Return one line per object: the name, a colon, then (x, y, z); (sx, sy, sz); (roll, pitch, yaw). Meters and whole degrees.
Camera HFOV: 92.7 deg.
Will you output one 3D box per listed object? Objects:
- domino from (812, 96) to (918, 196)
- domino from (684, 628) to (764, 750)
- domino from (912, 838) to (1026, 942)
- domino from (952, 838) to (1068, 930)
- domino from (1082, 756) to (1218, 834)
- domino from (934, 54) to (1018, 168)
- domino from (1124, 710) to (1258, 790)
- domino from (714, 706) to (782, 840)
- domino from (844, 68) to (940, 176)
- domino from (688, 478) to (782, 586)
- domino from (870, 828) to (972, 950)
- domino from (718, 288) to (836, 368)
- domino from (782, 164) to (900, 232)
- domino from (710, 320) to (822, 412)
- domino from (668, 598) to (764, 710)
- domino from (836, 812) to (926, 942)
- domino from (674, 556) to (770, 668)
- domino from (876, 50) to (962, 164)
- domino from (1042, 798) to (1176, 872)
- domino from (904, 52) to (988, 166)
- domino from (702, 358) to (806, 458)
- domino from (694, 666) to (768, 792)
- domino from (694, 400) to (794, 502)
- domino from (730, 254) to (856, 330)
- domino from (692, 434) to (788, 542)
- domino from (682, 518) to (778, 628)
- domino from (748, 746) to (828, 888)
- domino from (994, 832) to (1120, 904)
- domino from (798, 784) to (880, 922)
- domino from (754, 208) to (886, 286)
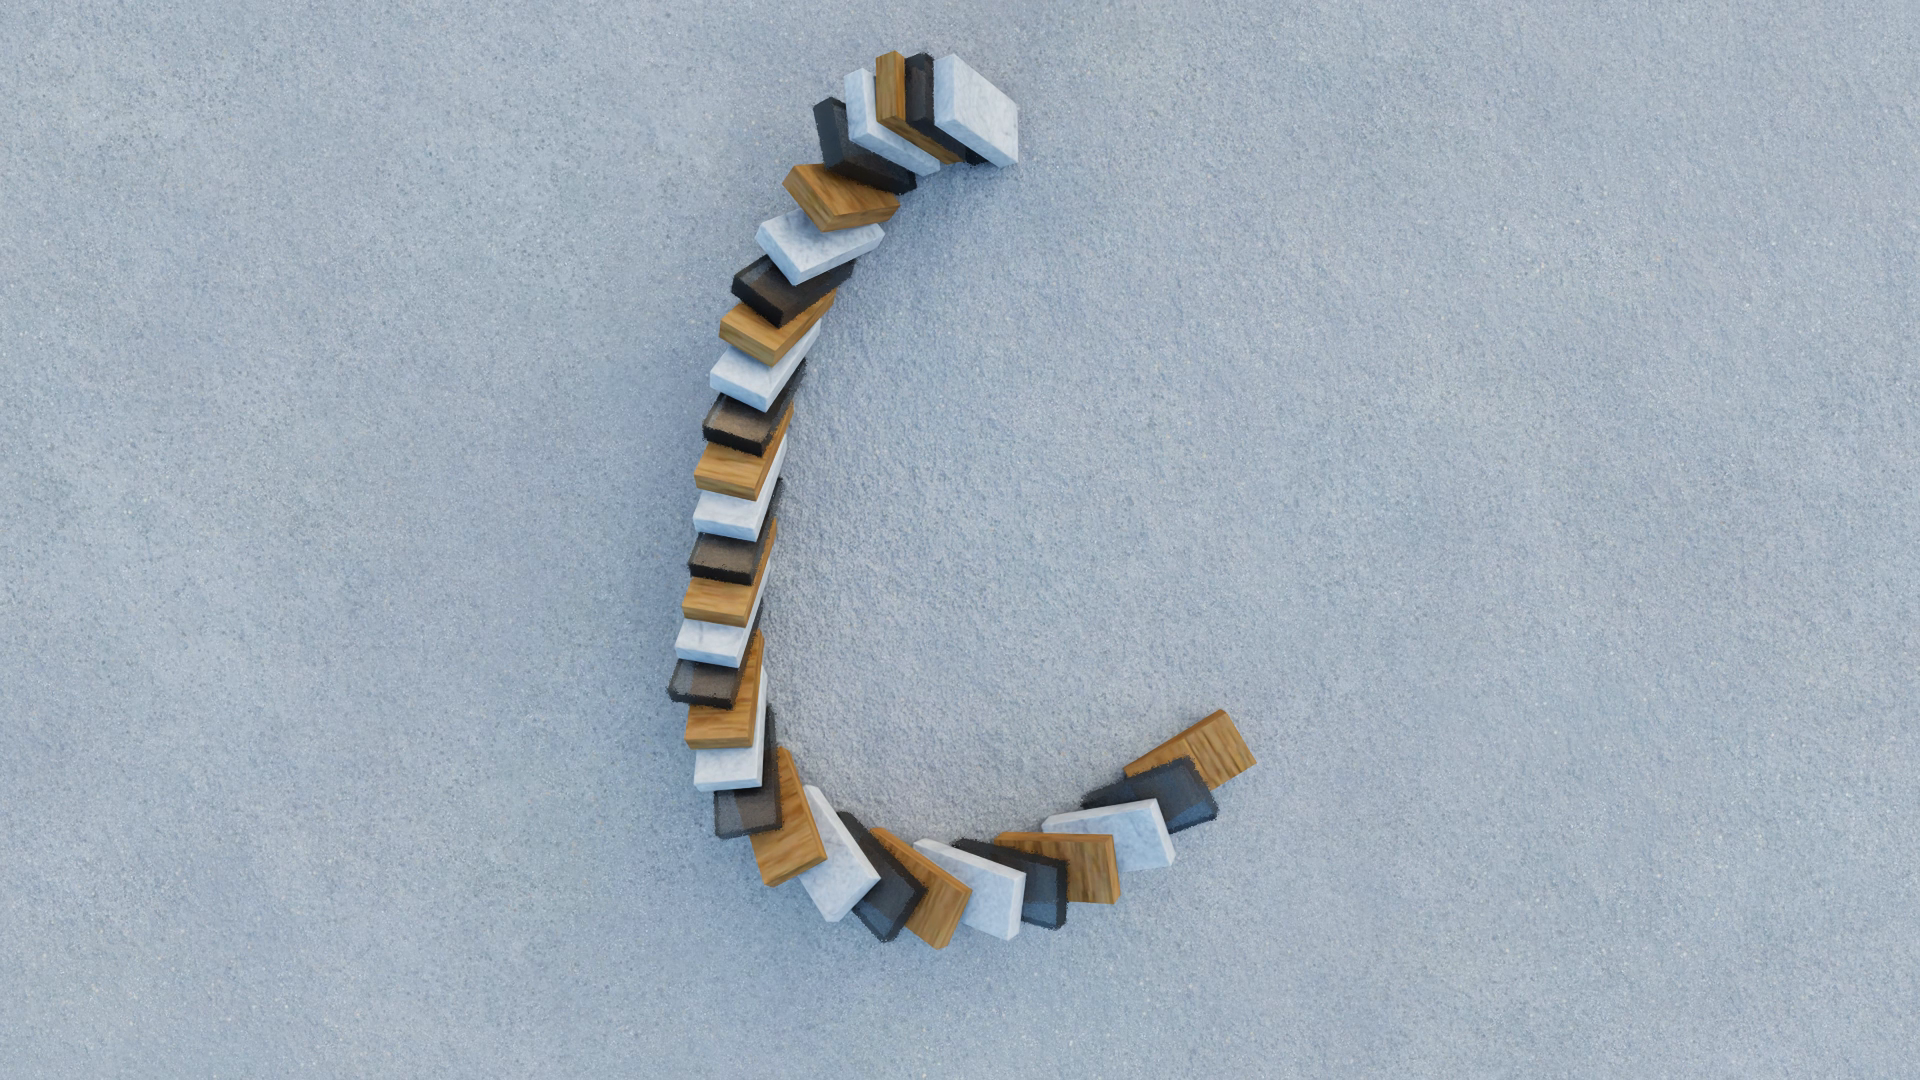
domino: (-0.038, -0.161, 0.376); (0.009, 0.050, 0.025); (-12, 90, 33)
domino: (-0.097, 0.061, 0.381); (0.025, 0.010, 0.050); (-3, 53, 0)
domino: (0.002, 0.145, 0.382); (0.050, 0.009, 0.025); (8, 92, 32)
domino: (0.020, 0.143, 0.383); (0.050, 0.009, 0.025); (1, 90, 32)
domino: (0.079, 0.112, 0.385); (0.050, 0.009, 0.025); (-30, 90, 26)
domino: (0.007, -0.175, 0.376); (0.010, 0.050, 0.025); (-1, 90, 33)
domino: (0.099, 0.097, 0.395); (0.050, 0.010, 0.025); (-31, 90, 0)
domino: (-0.090, 0.097, 0.383); (0.025, 0.009, 0.050); (-12, 60, 0)
domino: (-0.027, -0.170, 0.376); (0.010, 0.050, 0.025); (-5, 90, 33)
domino: (-0.093, -0.006, 0.382); (0.025, 0.009, 0.050); (10, 55, 0)
domino: (-0.022, 0.145, 0.383); (0.050, 0.010, 0.025); (24, 90, 31)
domino: (-0.075, -0.095, 0.380); (0.025, 0.009, 0.050); (30, 51, 1)
domino: (-0.048, -0.142, 0.377); (0.025, 0.050, 0.010); (51, 126, 0)
domino: (-0.081, -0.078, 0.382); (0.025, 0.010, 0.050); (25, 57, 0)
domino: (-0.101, 0.044, 0.381); (0.025, 0.009, 0.050); (8, 54, 2)
domino: (-0.040, 0.140, 0.382); (0.050, 0.010, 0.025); (34, 93, 33)
domino: (-0.098, 0.027, 0.381); (0.025, 0.010, 0.050); (9, 54, 1)
domino: (-0.015, -0.176, 0.376); (0.009, 0.050, 0.025); (-1, 90, 33)
domino: (0.062, 0.126, 0.384); (0.050, 0.009, 0.025); (-19, 91, 28)
domino: (-0.004, -0.176, 0.376); (0.010, 0.050, 0.025); (-1, 90, 33)
domino: (-0.085, -0.059, 0.382); (0.025, 0.010, 0.050); (18, 56, 1)
domino: (-0.095, 0.078, 0.382); (0.025, 0.009, 0.050); (-5, 55, 0)
domino: (-0.089, -0.041, 0.382); (0.025, 0.009, 0.050); (13, 56, 2)
domino: (-0.068, -0.110, 0.380); (0.025, 0.009, 0.050); (38, 52, 3)
domino: (-0.091, -0.025, 0.382); (0.025, 0.009, 0.050); (10, 56, 0)
domino: (-0.095, 0.011, 0.381); (0.025, 0.009, 0.050); (9, 54, 0)
domino: (-0.076, 0.115, 0.383); (0.025, 0.010, 0.050); (-28, 60, 0)
domino: (0.040, 0.137, 0.384); (0.050, 0.009, 0.025); (-8, 90, 27)
domino: (-0.058, 0.130, 0.382); (0.025, 0.009, 0.050); (-46, 58, 2)
domino: (-0.057, -0.126, 0.381); (0.025, 0.009, 0.050); (51, 53, 0)
